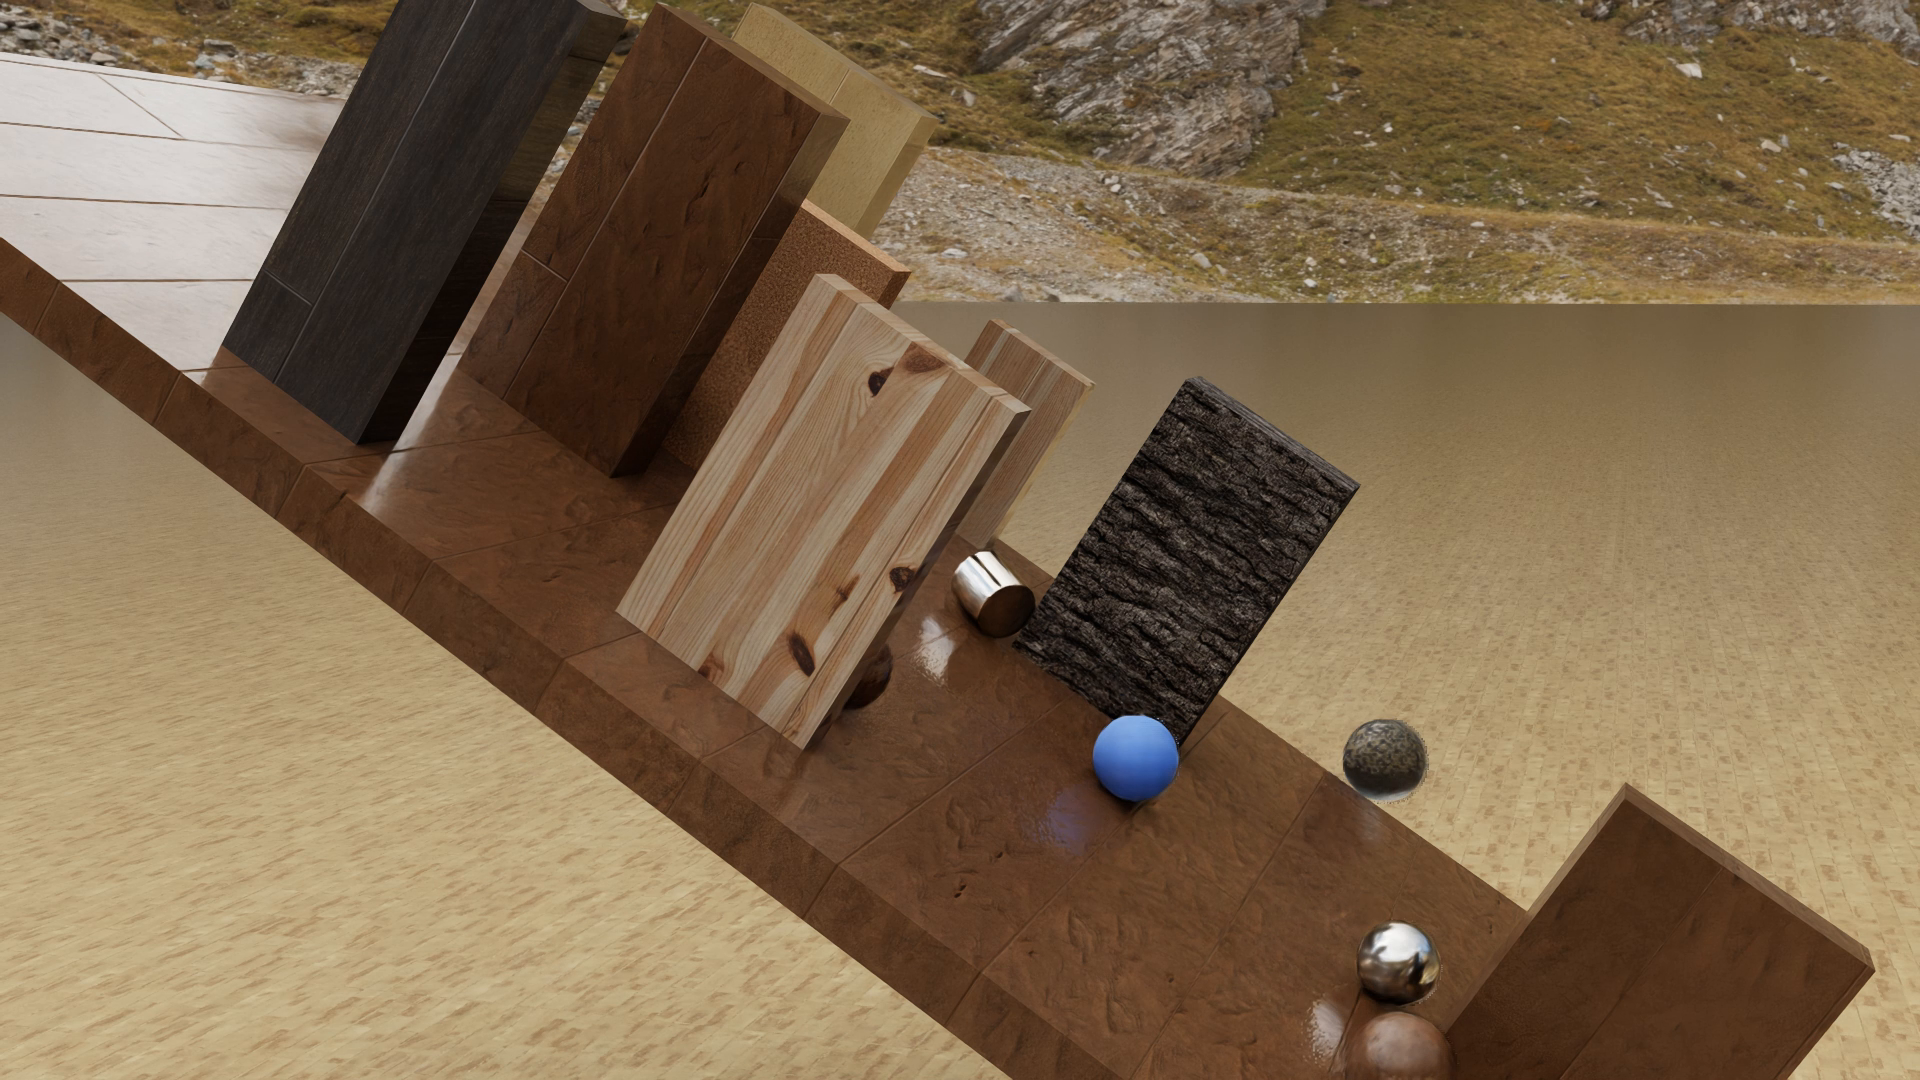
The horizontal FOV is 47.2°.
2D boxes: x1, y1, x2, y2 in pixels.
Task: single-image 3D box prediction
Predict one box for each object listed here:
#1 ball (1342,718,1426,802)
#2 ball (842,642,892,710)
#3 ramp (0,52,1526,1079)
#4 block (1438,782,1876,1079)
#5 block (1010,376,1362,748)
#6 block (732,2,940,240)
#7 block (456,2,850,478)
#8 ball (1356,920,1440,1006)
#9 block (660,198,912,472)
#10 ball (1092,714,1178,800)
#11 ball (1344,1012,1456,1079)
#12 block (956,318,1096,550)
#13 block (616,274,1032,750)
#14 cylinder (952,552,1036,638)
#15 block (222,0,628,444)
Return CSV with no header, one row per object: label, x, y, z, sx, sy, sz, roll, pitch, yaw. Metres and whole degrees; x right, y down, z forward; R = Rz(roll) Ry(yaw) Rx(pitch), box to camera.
ball,0.944,0.491,4.892,0.185,0.185,0.185,0,7,0
ball,-0.183,0.203,3.580,0.147,0.147,0.147,0,7,0
ramp,-0.132,0.222,4.102,4.000,0.100,2.000,35,15,10
block,1.071,0.758,3.494,0.443,0.588,0.117,35,15,10
block,0.444,0.053,4.355,0.384,0.642,0.150,35,15,10
block,-0.435,-0.678,4.649,0.439,0.768,0.127,35,15,10
block,-0.557,-0.531,3.960,0.364,0.759,0.146,35,15,10
ball,0.759,0.732,3.809,0.145,0.145,0.145,0,7,0
block,-0.370,-0.371,4.245,0.306,0.545,0.100,35,15,10
ball,0.317,0.393,3.971,0.155,0.155,0.155,0,7,0
ball,0.670,0.806,3.351,0.169,0.169,0.169,0,7,0
block,0.070,-0.234,4.897,0.264,0.441,0.086,35,15,10
block,-0.215,-0.042,3.368,0.372,0.623,0.089,35,15,10
cylinder,0.066,0.110,4.414,0.127,0.127,0.127,-4,32,-28
block,-0.840,-0.553,3.427,0.285,0.775,0.125,35,15,10
